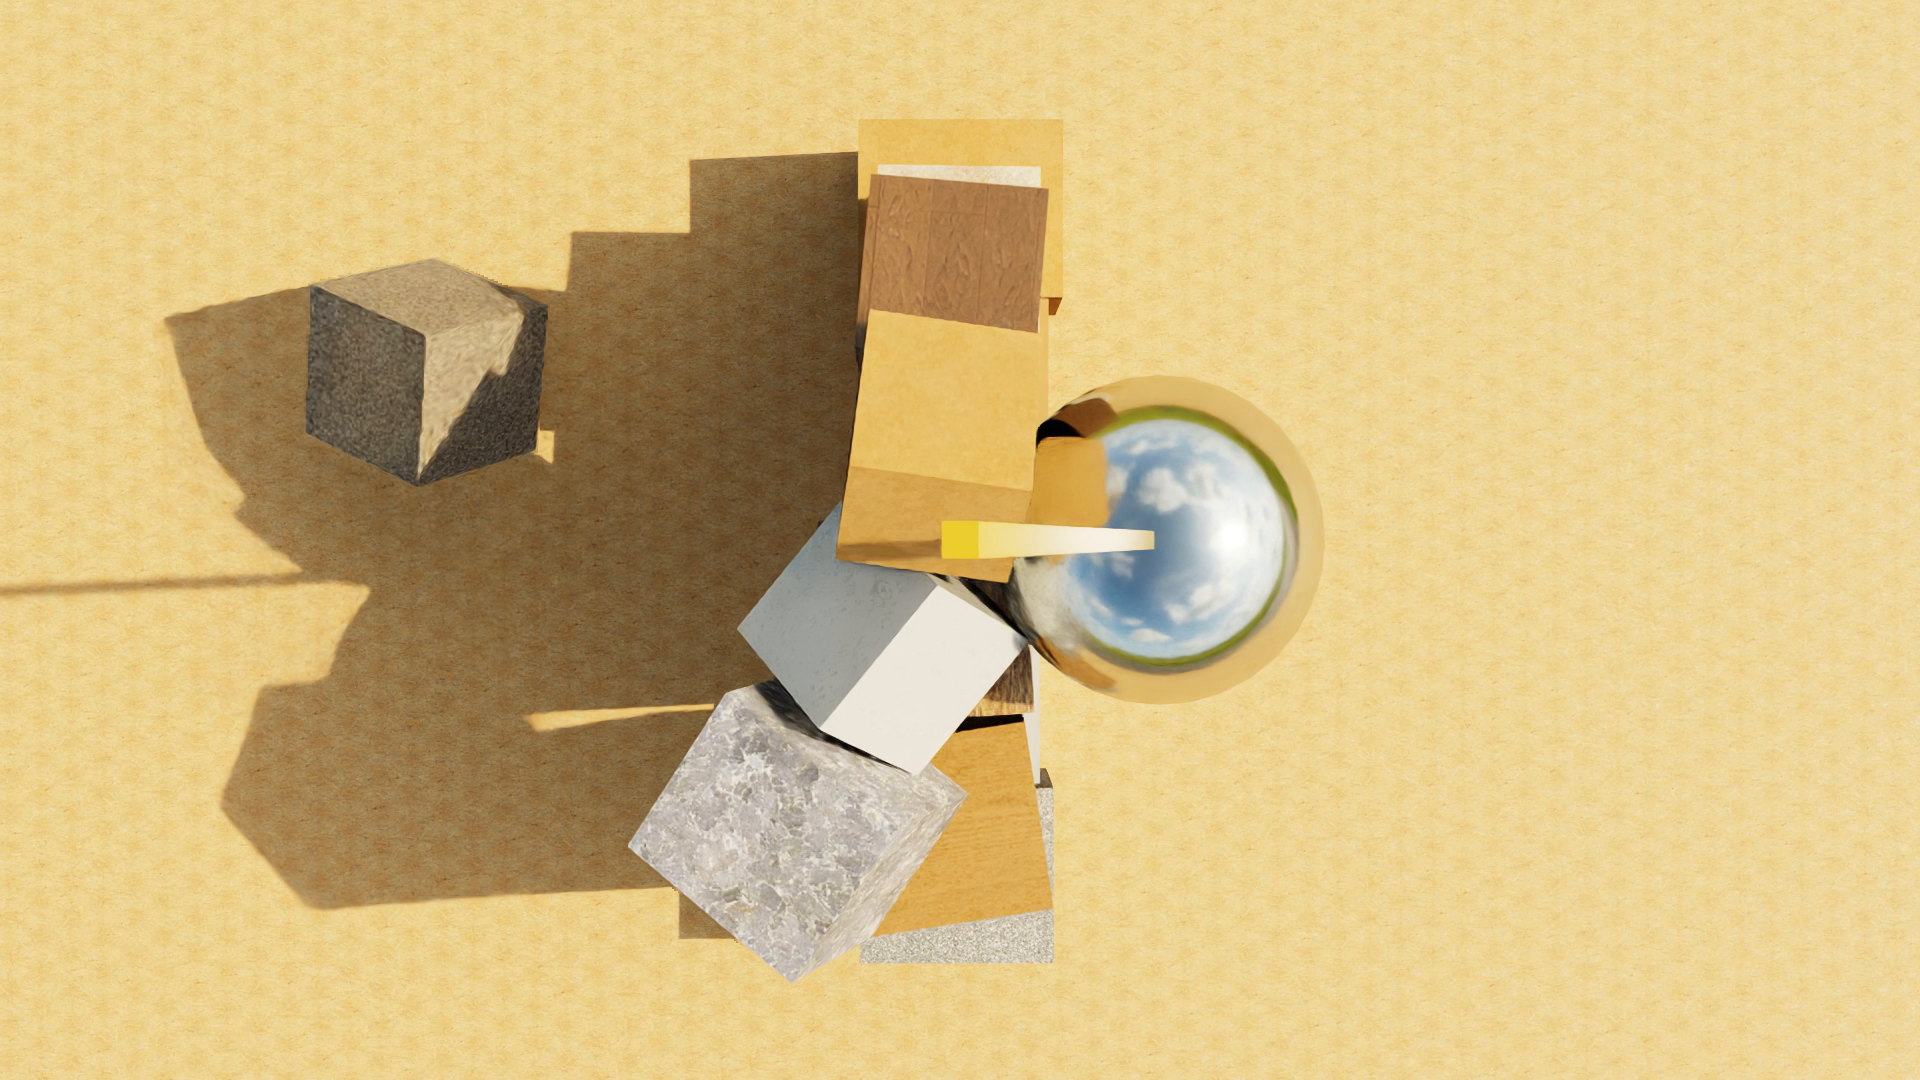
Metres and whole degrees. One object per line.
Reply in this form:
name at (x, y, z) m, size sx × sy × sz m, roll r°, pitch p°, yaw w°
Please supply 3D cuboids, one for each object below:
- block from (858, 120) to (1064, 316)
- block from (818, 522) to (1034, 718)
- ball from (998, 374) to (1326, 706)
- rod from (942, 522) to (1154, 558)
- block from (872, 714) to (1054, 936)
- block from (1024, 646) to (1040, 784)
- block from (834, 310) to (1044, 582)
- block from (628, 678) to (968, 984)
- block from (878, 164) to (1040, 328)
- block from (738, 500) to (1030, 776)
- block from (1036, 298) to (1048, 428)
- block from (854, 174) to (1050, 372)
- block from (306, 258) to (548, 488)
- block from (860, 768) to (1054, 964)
block at (0.003, -1.815, 12.512) m, size 1.120 × 0.976 × 0.973 m, roll 0°, pitch 90°, yaw 0°
block at (-0.169, 0.385, 11.583) m, size 1.033 × 0.890 × 1.040 m, roll -4°, pitch 91°, yaw 0°
ball at (0.959, 0.000, 10.647) m, size 1.600 × 1.600 × 1.600 m, roll 0°, pitch 90°, yaw 0°
rod at (0.415, 0.000, 7.291) m, size 0.080 × 5.200 × 0.080 m, roll 0°, pitch 90°, yaw 9°
block at (-0.067, 1.452, 11.496) m, size 0.947 × 0.912 × 0.950 m, roll -9°, pitch 90°, yaw 0°
block at (-0.018, 0.936, 12.540) m, size 0.911 × 0.921 × 0.803 m, roll 0°, pitch 90°, yaw 0°
block at (-0.096, -0.423, 9.980) m, size 0.794 × 0.714 × 0.892 m, roll 8°, pitch 54°, yaw -4°
block at (-0.760, 1.346, 10.591) m, size 1.027 × 0.976 × 0.915 m, roll 37°, pitch 104°, yaw 14°
block at (-0.010, -1.431, 11.602) m, size 0.833 × 0.780 × 0.913 m, roll 1°, pitch 86°, yaw 0°
block at (-0.370, 0.452, 10.539) m, size 0.860 × 0.759 × 0.826 m, roll -51°, pitch 48°, yaw 7°
block at (0.018, -0.870, 12.492) m, size 0.926 × 1.015 × 0.897 m, roll 0°, pitch 90°, yaw 0°
block at (-0.038, -1.196, 10.682) m, size 0.836 × 0.966 × 0.835 m, roll 5°, pitch 82°, yaw 0°
block at (-2.957, -0.947, 12.183) m, size 0.901 × 0.886 × 0.872 m, roll 24°, pitch 118°, yaw 28°
block at (-0.018, 1.825, 12.478) m, size 1.056 × 1.045 × 0.953 m, roll 0°, pitch 90°, yaw 0°
